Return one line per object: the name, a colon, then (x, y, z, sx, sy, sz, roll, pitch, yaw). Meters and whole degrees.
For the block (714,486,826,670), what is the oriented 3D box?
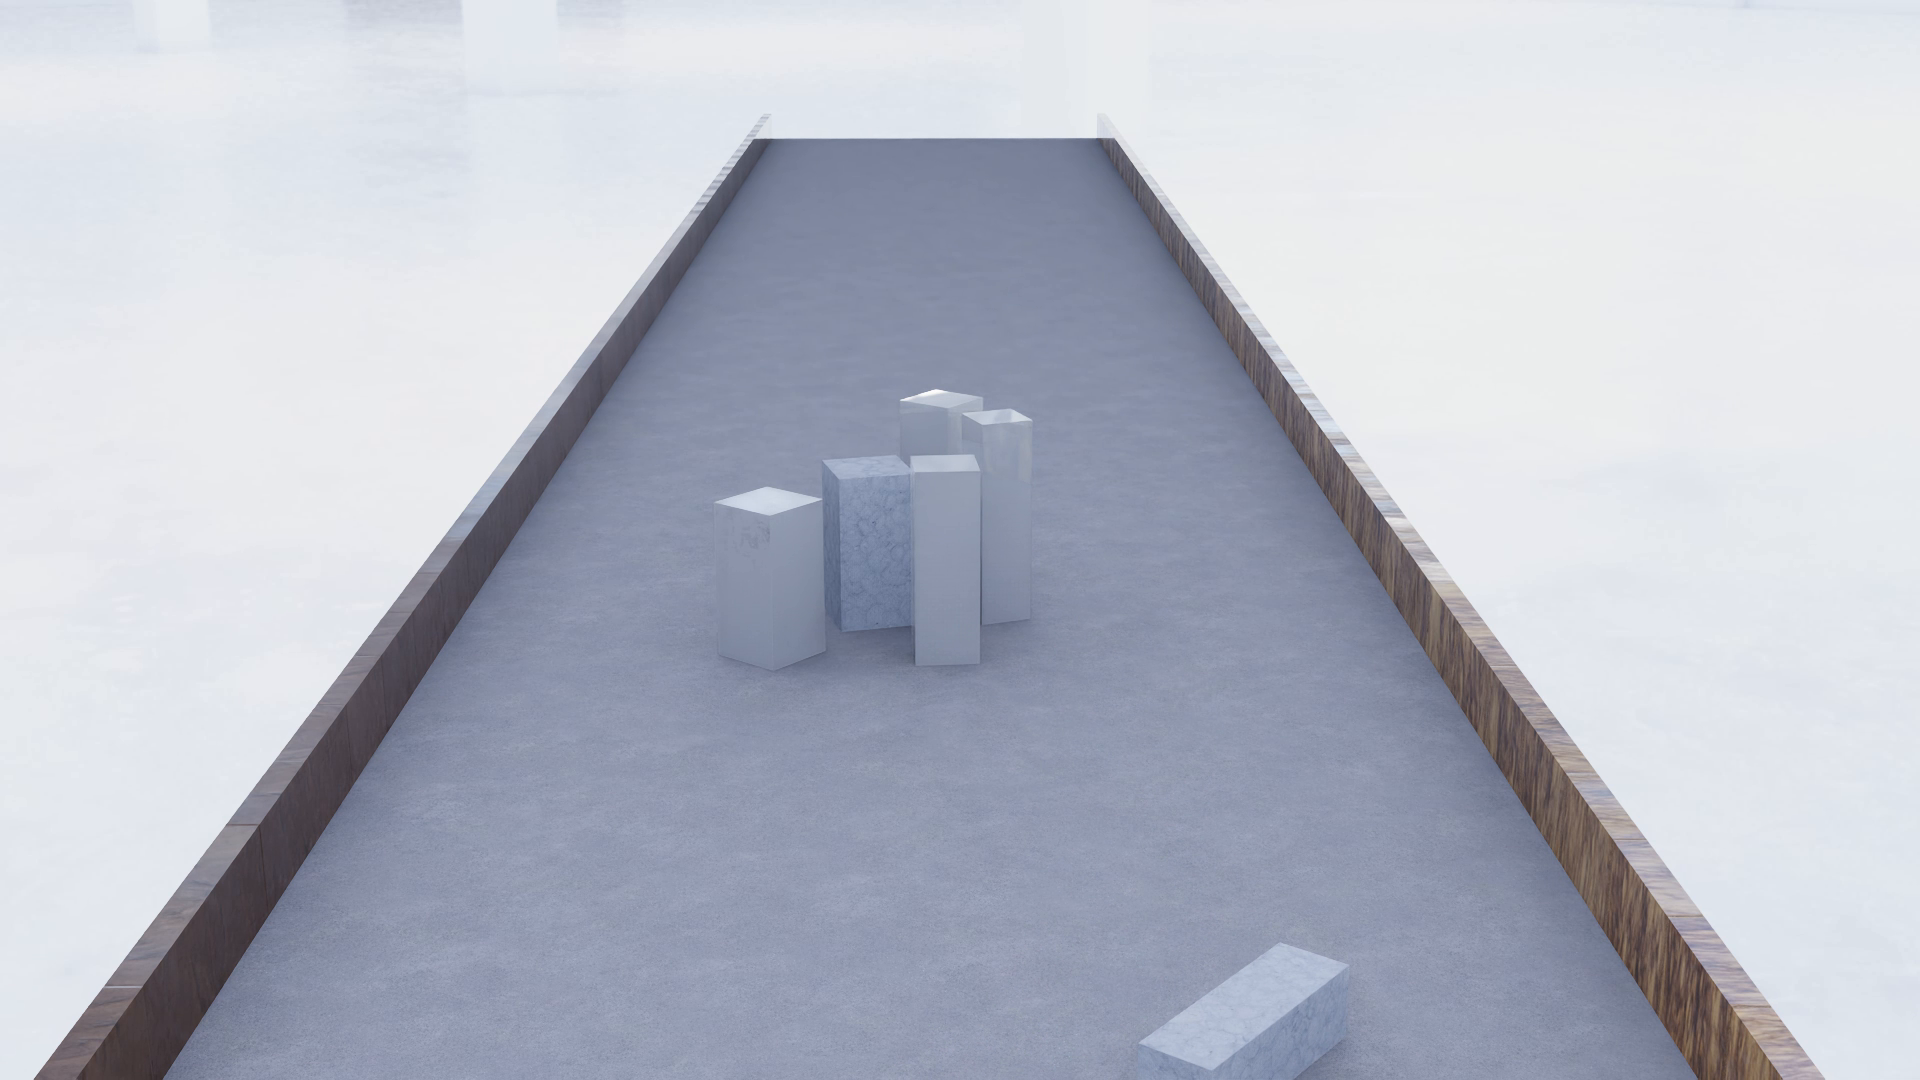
block: (-0.381, 0.075, 4.413, 0.153, 0.320, 0.153, 13, 21, 37)

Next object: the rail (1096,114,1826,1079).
rail: (0.932, -0.844, 7.801, 0.050, 0.150, 12.000, 0, 17, -1)

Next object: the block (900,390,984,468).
block: (-0.041, -0.115, 4.894, 0.131, 0.409, 0.131, 12, 20, 34)

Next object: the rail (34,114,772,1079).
rail: (-1.118, -0.838, 7.780, 0.050, 0.150, 12.000, 0, 17, -1)

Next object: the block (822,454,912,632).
block: (-0.192, 0.005, 4.631, 0.161, 0.329, 0.161, -5, 17, -15)

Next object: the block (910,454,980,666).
block: (-0.030, 0.040, 4.393, 0.128, 0.399, 0.128, -1, 17, -5)

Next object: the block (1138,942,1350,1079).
block: (0.372, 0.649, 2.856, 0.107, 0.107, 0.347, 13, 21, 36)

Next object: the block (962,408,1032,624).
block: (0.076, -0.049, 4.633, 0.112, 0.433, 0.112, -7, 18, -21)
